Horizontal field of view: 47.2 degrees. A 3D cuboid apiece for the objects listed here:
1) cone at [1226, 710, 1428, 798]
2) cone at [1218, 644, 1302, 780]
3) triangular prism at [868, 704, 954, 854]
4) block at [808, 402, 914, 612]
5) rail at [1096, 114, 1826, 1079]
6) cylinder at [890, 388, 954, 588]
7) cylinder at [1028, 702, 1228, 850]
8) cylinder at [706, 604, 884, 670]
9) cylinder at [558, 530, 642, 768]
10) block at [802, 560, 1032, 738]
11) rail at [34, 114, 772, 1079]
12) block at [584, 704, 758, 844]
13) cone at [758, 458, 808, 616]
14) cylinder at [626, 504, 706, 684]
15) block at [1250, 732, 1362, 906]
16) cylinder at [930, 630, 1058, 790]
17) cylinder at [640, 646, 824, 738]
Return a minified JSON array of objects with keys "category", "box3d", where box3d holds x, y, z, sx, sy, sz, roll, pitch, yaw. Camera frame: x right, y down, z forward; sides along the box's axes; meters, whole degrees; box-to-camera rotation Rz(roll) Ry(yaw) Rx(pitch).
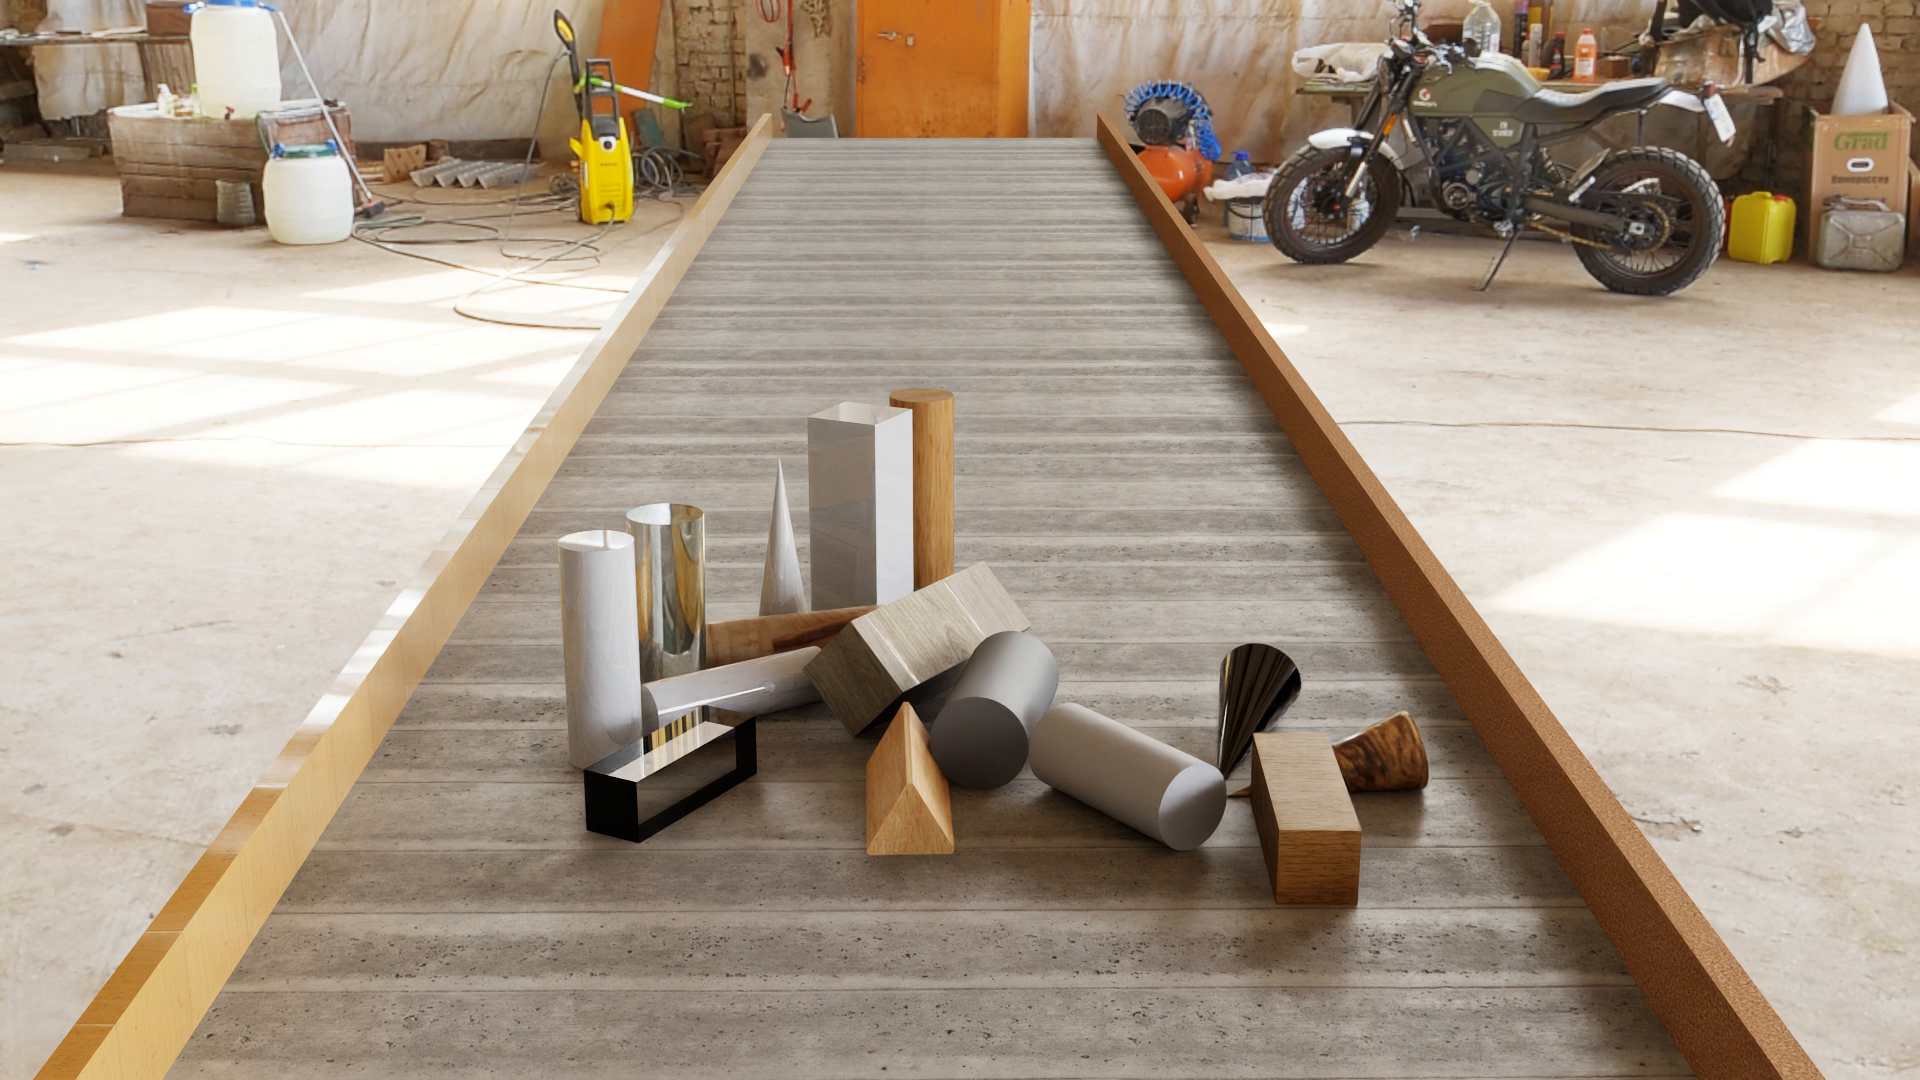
[{"category":"cone","box3d":[0.614,0.399,3.766,0.344,0.137,0.137,-14,18,-6]},{"category":"cone","box3d":[0.500,0.345,3.933,0.154,0.154,0.374,5,29,18]},{"category":"triangular prism","box3d":[-0.087,0.392,3.686,0.139,0.120,0.364,-1,17,-2]},{"category":"block","box3d":[-0.207,-0.051,4.619,0.159,0.443,0.159,8,18,26]},{"category":"rail","box3d":[0.932,-0.844,7.801,0.050,0.150,12.000,0,17,-1]},{"category":"cylinder","box3d":[-0.084,-0.116,4.880,0.141,0.421,0.141,0,17,0]},{"category":"cylinder","box3d":[0.275,0.390,3.658,0.147,0.147,0.337,-12,20,-34]},{"category":"cylinder","box3d":[-0.336,0.205,4.328,0.390,0.120,0.120,-5,17,-17]},{"category":"cylinder","box3d":[-0.631,0.194,3.869,0.131,0.402,0.131,0,17,0]},{"category":"block","box3d":[-0.075,0.201,4.154,0.160,0.160,0.442,53,36,10]},{"category":"rail","box3d":[-1.118,-0.838,7.780,0.050,0.150,12.000,0,17,-1]},{"category":"block","box3d":[-0.485,0.391,3.721,0.108,0.108,0.339,9,19,28]},{"category":"cone","box3d":[-0.356,0.033,4.395,0.124,0.411,0.124,0,17,0]},{"category":"cylinder","box3d":[-0.546,0.134,4.104,0.142,0.380,0.142,1,16,0]},{"category":"block","box3d":[0.549,0.441,3.526,0.124,0.124,0.397,0,17,1]},{"category":"cylinder","box3d":[0.066,0.299,3.921,0.171,0.171,0.351,3,17,11]},{"category":"cylinder","box3d":[-0.419,0.284,4.084,0.367,0.108,0.108,-11,20,-33]}]
